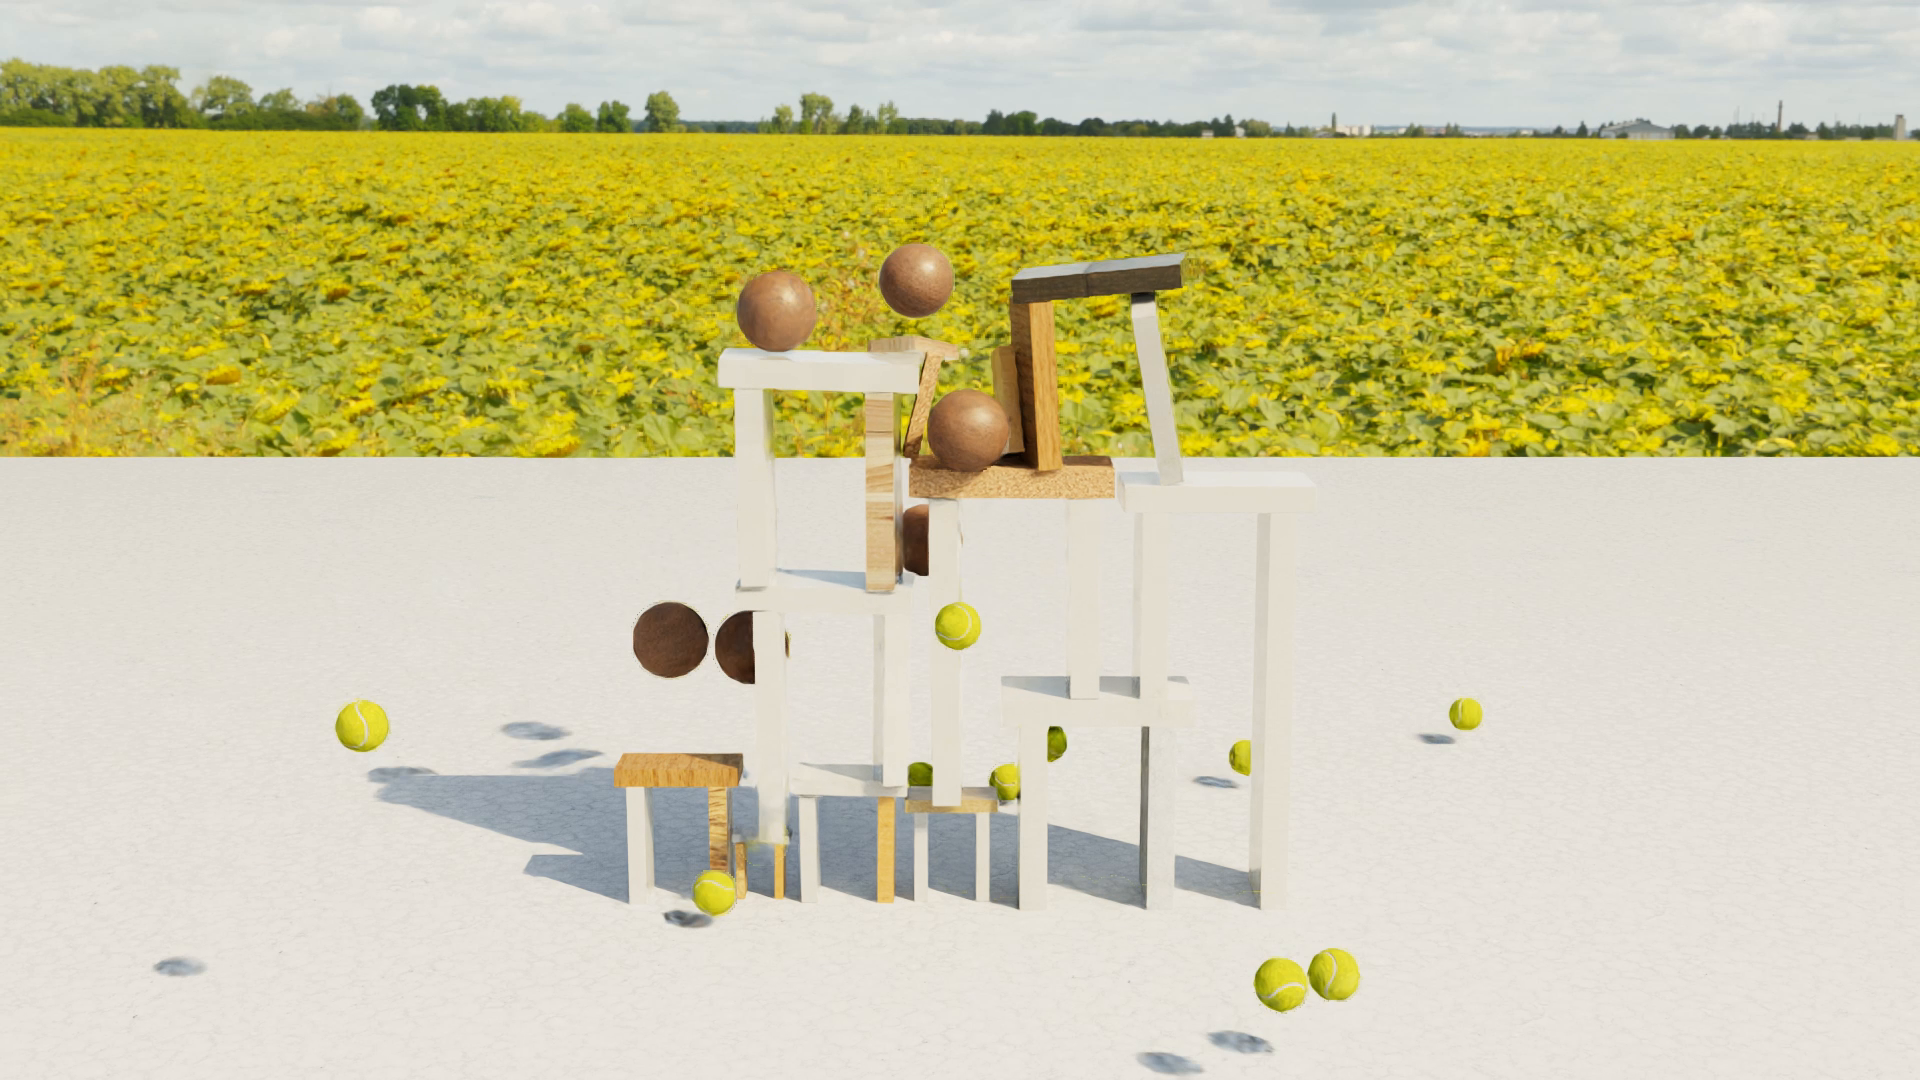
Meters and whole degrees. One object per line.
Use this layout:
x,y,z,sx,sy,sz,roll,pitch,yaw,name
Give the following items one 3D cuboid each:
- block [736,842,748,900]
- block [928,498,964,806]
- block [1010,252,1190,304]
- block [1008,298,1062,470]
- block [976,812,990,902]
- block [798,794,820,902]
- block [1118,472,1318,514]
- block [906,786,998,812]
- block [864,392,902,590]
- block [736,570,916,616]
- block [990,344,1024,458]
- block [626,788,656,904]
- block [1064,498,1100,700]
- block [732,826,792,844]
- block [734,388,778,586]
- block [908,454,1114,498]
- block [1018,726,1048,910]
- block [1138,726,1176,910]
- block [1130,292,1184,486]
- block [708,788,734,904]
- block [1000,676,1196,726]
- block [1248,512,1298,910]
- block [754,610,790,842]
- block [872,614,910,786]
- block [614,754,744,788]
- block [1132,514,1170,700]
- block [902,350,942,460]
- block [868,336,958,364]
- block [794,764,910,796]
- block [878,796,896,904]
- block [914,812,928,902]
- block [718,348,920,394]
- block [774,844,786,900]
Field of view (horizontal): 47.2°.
-0.363,0.544,3.657,0.013,0.095,0.047,-1,11,-1,block
-0.022,0.168,3.600,0.046,0.506,0.162,0,10,2,block
0.221,-0.410,3.442,0.263,0.037,0.131,-4,14,12,block
0.119,-0.250,3.487,0.037,0.263,0.131,-6,12,-12,block
0.037,0.515,3.655,0.022,0.152,0.076,0,10,0,block
-0.249,0.499,3.653,0.026,0.185,0.092,-1,11,0,block
0.411,-0.078,3.543,0.303,0.043,0.152,0,11,0,block
-0.014,0.430,3.638,0.152,0.022,0.076,0,10,0,block
-0.122,-0.089,3.539,0.044,0.314,0.157,1,11,3,block
-0.216,0.083,3.573,0.282,0.040,0.141,2,11,1,block
0.076,-0.223,3.551,0.024,0.172,0.086,-5,-3,-9,block
-0.529,0.492,3.648,0.028,0.201,0.100,0,11,0,block
0.198,0.081,3.578,0.046,0.325,0.162,-1,10,0,block
-0.328,0.490,3.646,0.094,0.013,0.047,2,11,0,block
-0.327,-0.096,3.540,0.044,0.314,0.157,-1,11,1,block
0.083,-0.103,3.546,0.325,0.046,0.162,0,10,1,block
0.120,0.438,3.638,0.044,0.311,0.155,0,11,0,block
0.327,0.438,3.638,0.044,0.310,0.155,0,11,0,block
0.311,-0.244,3.460,0.037,0.287,0.131,-9,27,8,block
-0.396,0.492,3.648,0.028,0.201,0.100,0,11,0,block
0.223,0.264,3.606,0.310,0.044,0.155,0,11,0,block
0.512,0.267,3.608,0.043,0.658,0.152,0,11,0,block
-0.309,0.290,3.615,0.040,0.384,0.141,-1,10,0,block
-0.113,0.246,3.594,0.040,0.282,0.141,-1,11,-9,block
-0.462,0.379,3.628,0.201,0.028,0.100,0,11,0,block
0.309,0.093,3.574,0.043,0.303,0.152,0,11,-1,block
-0.061,-0.220,3.567,0.024,0.172,0.086,13,7,-4,block
-0.078,-0.320,3.703,0.086,0.024,0.172,-4,-3,25,block
-0.178,0.396,3.627,0.185,0.026,0.092,1,11,1,block
-0.121,0.499,3.652,0.026,0.184,0.092,1,10,1,block
-0.064,0.515,3.654,0.022,0.152,0.076,0,10,0,block
-0.223,-0.271,3.510,0.314,0.044,0.157,2,11,-2,block
-0.298,0.544,3.657,0.013,0.095,0.047,1,11,2,block
